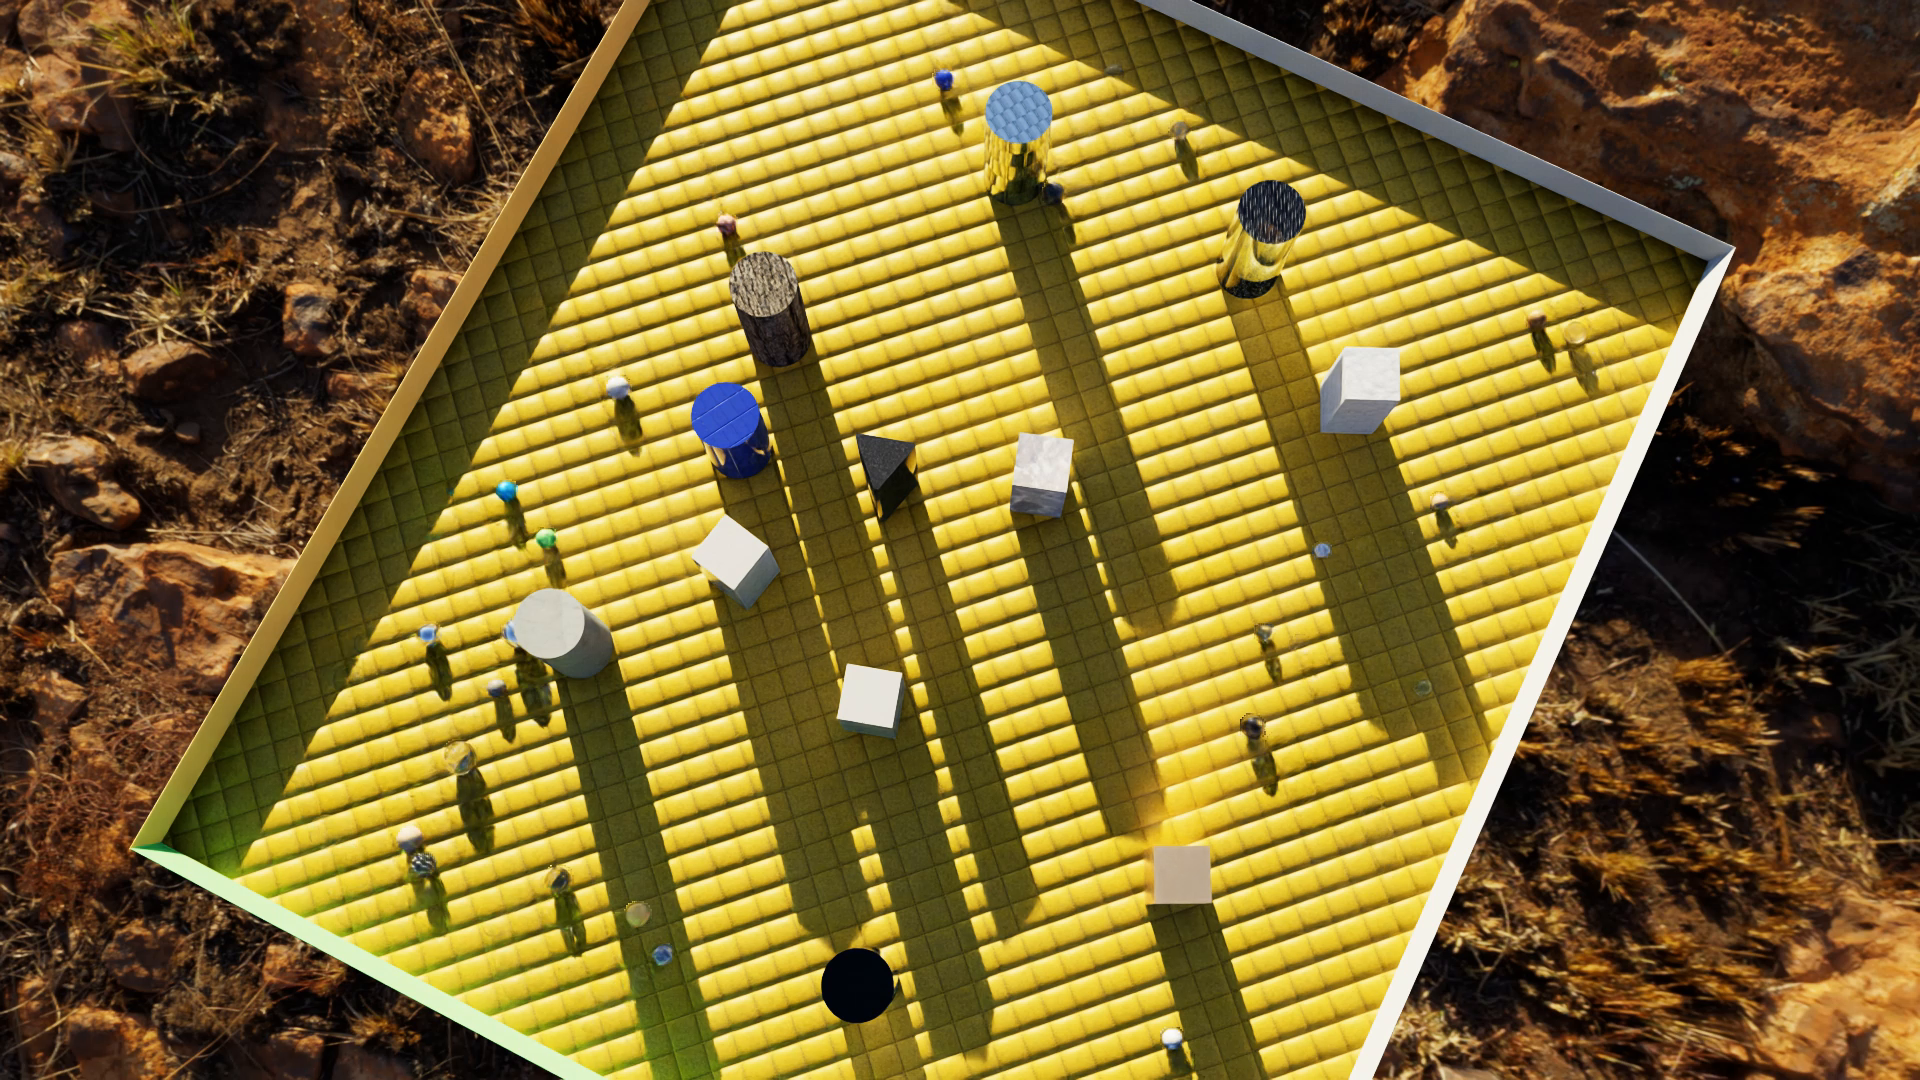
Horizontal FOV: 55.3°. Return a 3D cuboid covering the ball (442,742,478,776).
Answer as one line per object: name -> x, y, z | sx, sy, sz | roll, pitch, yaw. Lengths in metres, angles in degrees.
ball -> -1.482, 0.647, 5.432 | 0.099, 0.099, 0.099 | 0, 78, 0

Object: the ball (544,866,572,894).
ball -> -1.178, 0.997, 5.371 | 0.077, 0.077, 0.077 | 0, 78, 0

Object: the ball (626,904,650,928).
ball -> -0.941, 1.097, 5.355 | 0.068, 0.068, 0.068 | 0, 78, 0

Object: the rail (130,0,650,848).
rail -> -1.534, -0.744, 5.704 | 0.045, 0.129, 3.791 | 26, 80, 5

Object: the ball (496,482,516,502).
ball -> -1.390, -0.149, 5.616 | 0.062, 0.062, 0.062 | 0, 78, 0

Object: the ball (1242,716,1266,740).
ball -> 0.875, 0.559, 5.465 | 0.070, 0.070, 0.070 | 0, 78, 0

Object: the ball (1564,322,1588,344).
ball -> 1.919, -0.646, 5.714 | 0.070, 0.070, 0.070 | 0, 78, 0

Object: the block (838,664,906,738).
block -> -0.256, 0.474, 5.353 | 0.159, 0.324, 0.159 | 10, 78, 2

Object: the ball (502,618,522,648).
ball -> -1.329, 0.278, 5.510 | 0.097, 0.097, 0.097 | 0, 78, 0

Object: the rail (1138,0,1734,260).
rail -> 0.837, -1.633, 5.888 | 3.477, 0.129, 0.045 | 26, 80, 5

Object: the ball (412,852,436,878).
ball -> -1.575, 0.954, 5.383 | 0.072, 0.072, 0.072 | 0, 78, 0

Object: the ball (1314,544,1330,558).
ball -> 1.104, 0.033, 5.586 | 0.046, 0.046, 0.046 | 0, 78, 0

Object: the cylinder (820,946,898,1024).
cylinder -> -0.278, 1.247, 5.157 | 0.199, 0.395, 0.199 | 0, 78, 0

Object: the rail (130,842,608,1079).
rail -> -0.837, 1.646, 5.209 | 3.477, 0.129, 0.045 | 26, 80, 5

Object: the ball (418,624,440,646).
ball -> -1.601, 0.285, 5.523 | 0.068, 0.068, 0.068 | 0, 78, 0

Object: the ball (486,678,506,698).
ball -> -1.390, 0.444, 5.496 | 0.057, 0.057, 0.057 | 0, 78, 0

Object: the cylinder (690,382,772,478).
cylinder -> -0.681, -0.324, 5.493 | 0.199, 0.373, 0.199 | 0, 78, 0

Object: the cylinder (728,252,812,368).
cylinder -> -0.566, -0.687, 5.509 | 0.199, 0.489, 0.199 | 0, 78, 0

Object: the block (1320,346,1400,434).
block -> 1.201, -0.446, 5.517 | 0.159, 0.375, 0.159 | 2, 78, 0

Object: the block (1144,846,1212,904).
block -> 0.624, 0.966, 5.272 | 0.159, 0.283, 0.159 | -1, 78, 0

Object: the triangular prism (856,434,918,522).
triangular prism -> -0.239, -0.210, 5.435 | 0.149, 0.441, 0.172 | 40, 81, 8

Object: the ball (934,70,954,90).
ball -> -0.051, -1.481, 5.891 | 0.063, 0.063, 0.063 | 0, 78, 0

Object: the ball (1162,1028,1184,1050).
ball -> 0.613, 1.441, 5.287 | 0.061, 0.061, 0.061 | 0, 78, 0

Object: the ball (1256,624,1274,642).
ball -> 0.920, 0.281, 5.532 | 0.052, 0.052, 0.052 | 0, 78, 0

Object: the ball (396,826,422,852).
ball -> -1.621, 0.879, 5.397 | 0.074, 0.074, 0.074 | 0, 78, 0

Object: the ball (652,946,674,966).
ball -> -0.865, 1.209, 5.337 | 0.058, 0.058, 0.058 | 0, 78, 0

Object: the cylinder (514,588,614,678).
cylinder -> -1.149, 0.277, 5.337 | 0.199, 0.436, 0.199 | 0, 78, 0

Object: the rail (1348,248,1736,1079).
rail -> 1.534, 0.758, 5.393 | 0.045, 0.129, 3.791 | 26, 80, 5

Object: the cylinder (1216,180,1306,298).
cylinder -> 0.907, -0.905, 5.560 | 0.199, 0.477, 0.199 | 0, 78, 0

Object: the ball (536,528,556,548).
ball -> -1.263, -0.005, 5.587 | 0.061, 0.061, 0.061 | 0, 78, 0

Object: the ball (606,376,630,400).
ball -> -1.059, -0.471, 5.677 | 0.073, 0.073, 0.073 | 0, 78, 0

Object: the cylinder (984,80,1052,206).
cylinder -> 0.174, -1.211, 5.624 | 0.199, 0.476, 0.199 | 0, 78, 0

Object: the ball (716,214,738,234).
ball -> -0.736, -0.997, 5.791 | 0.064, 0.064, 0.064 | 0, 78, 0

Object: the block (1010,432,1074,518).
block -> 0.241, -0.191, 5.480 | 0.159, 0.344, 0.159 | 8, 78, 2

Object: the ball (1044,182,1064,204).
ball -> 0.298, -1.101, 5.810 | 0.068, 0.068, 0.068 | 0, 78, 0

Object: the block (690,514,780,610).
block -> -0.659, 0.071, 5.419 | 0.159, 0.358, 0.159 | 37, 81, 7

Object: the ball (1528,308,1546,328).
ball -> 1.804, -0.693, 5.730 | 0.059, 0.059, 0.059 | 0, 78, 0

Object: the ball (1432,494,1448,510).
ball -> 1.472, -0.117, 5.615 | 0.050, 0.050, 0.050 | 0, 78, 0

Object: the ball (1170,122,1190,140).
ball -> 0.702, -1.308, 5.857 | 0.060, 0.060, 0.060 | 0, 78, 0
